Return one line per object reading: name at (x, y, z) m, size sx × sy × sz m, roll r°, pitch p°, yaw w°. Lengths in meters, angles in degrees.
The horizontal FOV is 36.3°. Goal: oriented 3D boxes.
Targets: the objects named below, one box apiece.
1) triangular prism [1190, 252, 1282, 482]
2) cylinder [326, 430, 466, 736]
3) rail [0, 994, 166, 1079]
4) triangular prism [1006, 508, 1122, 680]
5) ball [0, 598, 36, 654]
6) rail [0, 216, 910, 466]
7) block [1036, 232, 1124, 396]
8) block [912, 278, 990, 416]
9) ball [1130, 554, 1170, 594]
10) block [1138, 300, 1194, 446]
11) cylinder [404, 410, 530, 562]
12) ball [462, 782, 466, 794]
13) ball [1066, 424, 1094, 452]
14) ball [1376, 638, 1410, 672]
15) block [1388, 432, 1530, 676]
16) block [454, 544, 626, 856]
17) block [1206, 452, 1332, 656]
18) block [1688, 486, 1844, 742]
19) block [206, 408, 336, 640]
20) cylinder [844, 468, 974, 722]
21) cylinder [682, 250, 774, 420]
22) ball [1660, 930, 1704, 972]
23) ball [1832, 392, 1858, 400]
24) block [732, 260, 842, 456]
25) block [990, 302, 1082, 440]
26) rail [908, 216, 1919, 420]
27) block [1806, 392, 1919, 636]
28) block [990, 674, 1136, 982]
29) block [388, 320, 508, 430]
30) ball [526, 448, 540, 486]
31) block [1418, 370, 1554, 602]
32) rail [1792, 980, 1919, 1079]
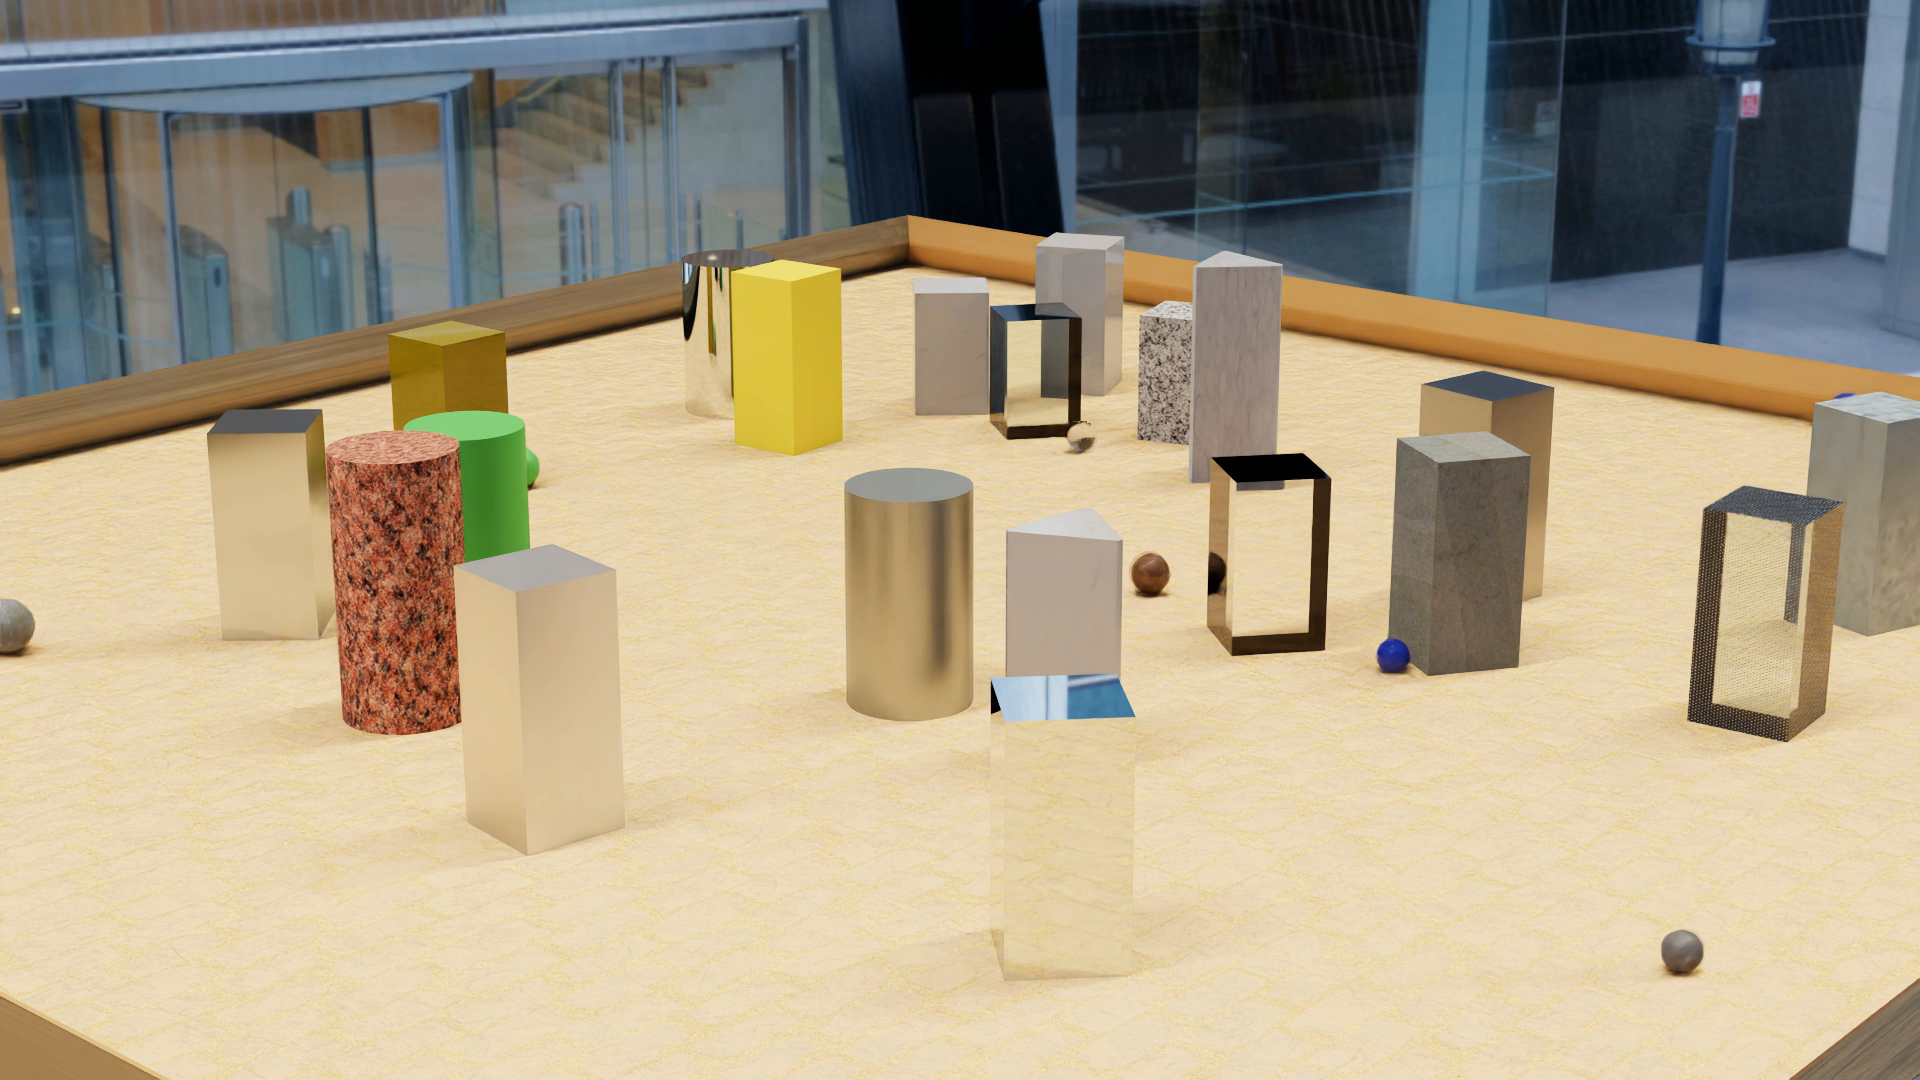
triangular prism at (0.536, -0.347, 5.850) m, size 0.173 × 0.437 × 0.150 m, roll -2°, pitch 17°, yaw -5°
cylinder at (-0.859, 0.064, 4.503) m, size 0.200 × 0.428 × 0.200 m, roll 0°, pitch 17°, yaw 0°
rail at (-1.378, 0.490, 3.600) m, size 4.065 × 0.130 × 0.045 m, roll 14°, pitch 22°, yaw 39°
triangular prism at (0.172, 0.141, 4.378) m, size 0.173 × 0.352 × 0.150 m, roll 5°, pitch 17°, yaw 16°
ball at (-1.571, 0.141, 4.831) m, size 0.090 × 0.090 × 0.090 m, roll 0°, pitch 17°, yaw 0°
rail at (-1.517, -0.347, 6.381) m, size 0.045 × 0.130 × 4.252 m, roll 14°, pitch 22°, yaw 39°
block at (0.267, -0.506, 6.562) m, size 0.160 × 0.331 × 0.160 m, roll 5°, pitch 18°, yaw 17°
block at (-0.021, -0.423, 6.393) m, size 0.160 × 0.270 × 0.160 m, roll -1°, pitch 17°, yaw -2°
ball at (0.334, 0.059, 5.140) m, size 0.070 × 0.070 × 0.070 m, roll 0°, pitch 17°, yaw 0°
block at (0.478, -0.350, 6.158) m, size 0.160 × 0.266 × 0.160 m, roll 7°, pitch 18°, yaw 22°
cylinder at (-0.826, -0.025, 4.939) m, size 0.200 × 0.346 × 0.200 m, roll 0°, pitch 17°, yaw 0°
ball at (-0.674, 0.347, 4.184) m, size 0.069 × 0.069 × 0.069 m, roll 0°, pitch 17°, yaw 0°
ball at (0.250, -0.212, 6.060) m, size 0.058 × 0.058 × 0.058 m, roll 0°, pitch 17°, yaw 0°
ball at (0.700, 0.187, 4.742) m, size 0.055 × 0.055 × 0.055 m, roll 0°, pitch 17°, yaw 0°
block at (0.810, 0.020, 4.770) m, size 0.160 × 0.356 × 0.160 m, roll -5°, pitch 17°, yaw -15°
block at (-0.583, 0.219, 4.070) m, size 0.160 × 0.380 × 0.160 m, roll -14°, pitch 21°, yaw -38°
block at (0.511, 0.023, 4.868) m, size 0.160 × 0.296 × 0.160 m, roll -3°, pitch 17°, yaw -10°
block at (1.235, 0.111, 4.496) m, size 0.160 × 0.342 × 0.160 m, roll 12°, pitch 20°, yaw 34°
block at (-1.154, -0.026, 4.924) m, size 0.160 × 0.358 × 0.160 m, roll 0°, pitch 17°, yaw -2°
cylinder at (-0.079, 0.083, 4.572) m, size 0.200 × 0.351 × 0.200 m, roll 0°, pitch 17°, yaw 0°
cylinder at (-0.501, -0.448, 6.370) m, size 0.200 × 0.332 × 0.200 m, roll 0°, pitch 17°, yaw 0°
ball at (0.901, 0.513, 3.661) m, size 0.053 × 0.053 × 0.053 m, roll 0°, pitch 17°, yaw 0°
ball at (1.863, -0.261, 6.154) m, size 0.097 × 0.097 × 0.097 m, roll 0°, pitch 17°, yaw 0°
block at (-0.358, -0.380, 6.084) m, size 0.160 × 0.365 × 0.160 m, roll 12°, pitch 21°, yaw 35°
block at (0.159, -0.359, 6.209) m, size 0.160 × 0.253 × 0.160 m, roll -4°, pitch 17°, yaw -12°
rail at (1.378, -0.425, 6.640) m, size 4.065 × 0.130 × 0.045 m, roll 14°, pitch 22°, yaw 39°
block at (1.549, -0.046, 4.969) m, size 0.160 × 0.369 × 0.160 m, roll -10°, pitch 19°, yaw -30°
block at (0.126, 0.358, 3.672) m, size 0.160 × 0.343 × 0.160 m, roll -2°, pitch 17°, yaw -5°
block at (-1.005, -0.259, 5.787) m, size 0.160 × 0.306 × 0.160 m, roll 14°, pitch 21°, yaw 38°
ball at (-0.870, -0.144, 5.795) m, size 0.081 × 0.081 × 0.081 m, roll 0°, pitch 17°, yaw 0°
block at (0.906, -0.085, 5.088) m, size 0.160 × 0.376 × 0.160 m, roll -13°, pitch 21°, yaw -37°
rail at (1.517, 0.412, 3.859) m, size 0.045 × 0.130 × 4.252 m, roll 14°, pitch 22°, yaw 39°
